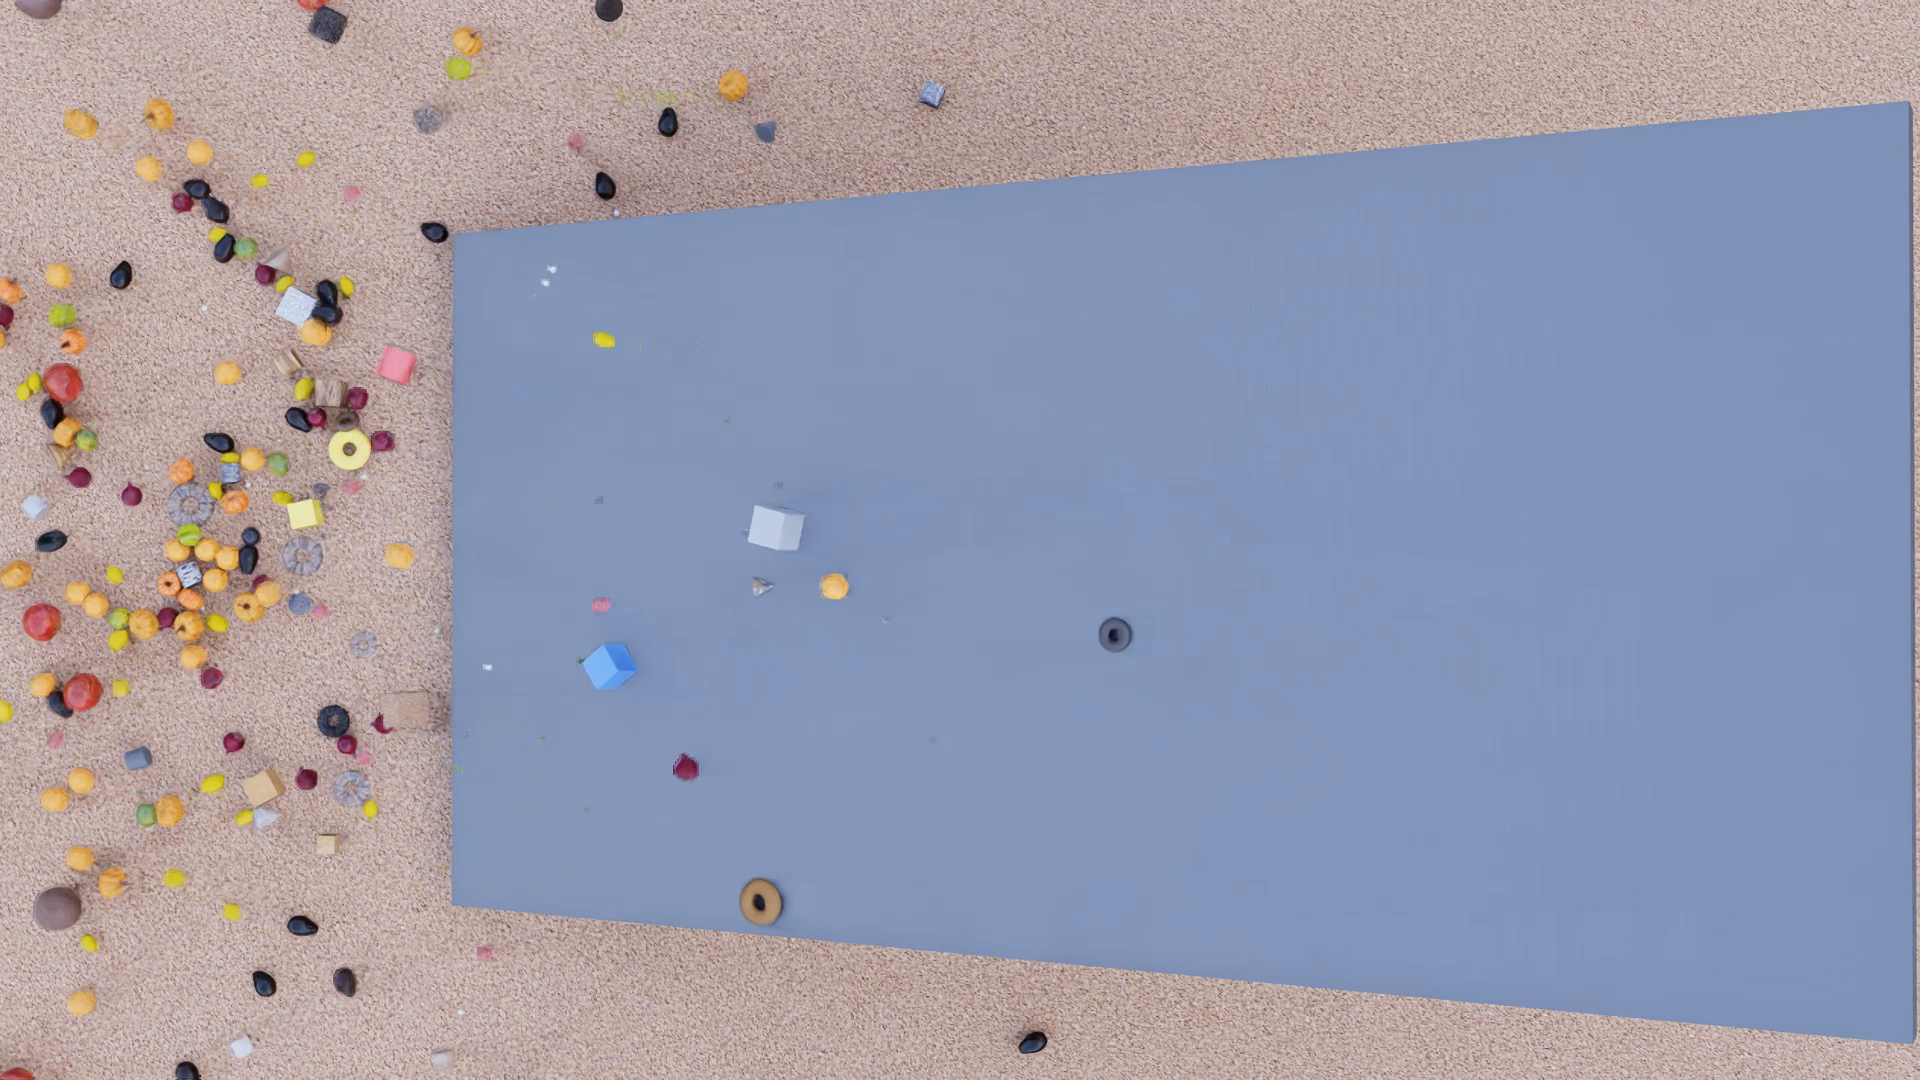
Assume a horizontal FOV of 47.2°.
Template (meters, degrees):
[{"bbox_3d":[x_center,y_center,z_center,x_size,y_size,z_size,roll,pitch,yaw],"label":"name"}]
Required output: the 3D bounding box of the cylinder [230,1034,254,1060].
[{"bbox_3d":[-2.151,1.520,6.592,0.055,0.055,0.055,-28,92,0],"label":"cylinder"}]

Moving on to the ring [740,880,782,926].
[{"bbox_3d":[-0.544,0.989,5.997,0.130,0.043,0.130,1,92,31],"label":"ring"}]

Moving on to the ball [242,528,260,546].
[{"bbox_3d":[-2.131,-0.011,6.611,0.054,0.054,0.054,0,89,0],"label":"ball"}]

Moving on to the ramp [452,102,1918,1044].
[{"bbox_3d":[0.276,0.077,5.649,4.000,0.100,2.000,0,89,28],"label":"ramp"}]

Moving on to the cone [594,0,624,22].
[{"bbox_3d":[-1.062,-1.612,6.611,0.086,0.086,0.086,0,89,0],"label":"cone"}]

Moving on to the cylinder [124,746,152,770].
[{"bbox_3d":[-2.467,0.656,6.602,0.059,0.059,0.059,-18,89,0],"label":"cylinder"}]

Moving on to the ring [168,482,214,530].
[{"bbox_3d":[-2.314,-0.104,6.616,0.143,0.048,0.143,0,90,-1],"label":"ring"}]

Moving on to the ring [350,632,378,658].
[{"bbox_3d":[-1.795,0.316,6.621,0.083,0.028,0.083,0,90,-1],"label":"ring"}]

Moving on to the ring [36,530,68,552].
[{"bbox_3d":[-2.726,0.004,6.600,0.089,0.089,0.030,-8,128,0],"label":"ring"}]

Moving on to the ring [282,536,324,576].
[{"bbox_3d":[-1.977,0.048,6.618,0.123,0.041,0.123,0,91,0],"label":"ring"}]

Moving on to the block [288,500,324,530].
[{"bbox_3d":[-1.965,-0.077,6.601,0.075,0.075,0.075,-12,89,0],"label":"block"}]

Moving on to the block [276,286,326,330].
[{"bbox_3d":[-1.979,-0.694,6.599,0.093,0.093,0.093,28,89,0],"label":"block"}]

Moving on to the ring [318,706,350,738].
[{"bbox_3d":[-1.885,0.546,6.616,0.098,0.033,0.098,0,88,2],"label":"ring"}]

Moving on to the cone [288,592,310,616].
[{"bbox_3d":[-1.993,0.193,6.602,0.068,0.068,0.068,0,89,0],"label":"cone"}]

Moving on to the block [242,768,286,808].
[{"bbox_3d":[-2.086,0.743,6.589,0.082,0.082,0.082,-28,89,0],"label":"block"}]

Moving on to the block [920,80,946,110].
[{"bbox_3d":[-0.082,-1.341,6.623,0.058,0.058,0.058,23,89,0],"label":"block"}]

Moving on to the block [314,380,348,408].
[{"bbox_3d":[-1.886,-0.438,6.604,0.076,0.076,0.076,3,89,0],"label":"block"}]

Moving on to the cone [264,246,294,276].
[{"bbox_3d":[-2.035,-0.827,6.627,0.087,0.087,0.087,-39,116,0],"label":"cone"}]

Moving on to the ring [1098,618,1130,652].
[{"bbox_3d":[0.388,0.239,5.514,0.087,0.029,0.087,0,91,27],"label":"ring"}]

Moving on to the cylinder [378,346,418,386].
[{"bbox_3d":[-1.680,-0.520,6.563,0.093,0.093,0.093,21,85,0],"label":"cylinder"}]

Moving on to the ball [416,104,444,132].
[{"bbox_3d":[-1.595,-1.267,6.609,0.084,0.084,0.084,0,89,0],"label":"ball"}]

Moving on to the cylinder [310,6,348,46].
[{"bbox_3d":[-1.897,-1.546,6.610,0.087,0.087,0.087,25,90,0],"label":"cylinder"}]

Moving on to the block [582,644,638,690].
[{"bbox_3d":[-0.989,0.358,6.215,0.091,0.091,0.091,-39,72,22],"label":"block"}]

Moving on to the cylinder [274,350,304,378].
[{"bbox_3d":[-2.019,-0.529,6.612,0.063,0.063,0.063,-33,90,0],"label":"cylinder"}]

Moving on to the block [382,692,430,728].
[{"bbox_3d":[-1.655,0.508,6.561,0.099,0.099,0.099,-2,87,-43],"label":"block"}]

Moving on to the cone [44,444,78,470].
[{"bbox_3d":[-2.697,-0.269,6.622,0.085,0.085,0.085,-30,89,-27],"label":"cone"}]

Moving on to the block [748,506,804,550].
[{"bbox_3d":[-0.497,-0.032,5.951,0.100,0.100,0.100,15,97,27],"label":"block"}]

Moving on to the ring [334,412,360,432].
[{"bbox_3d":[-1.844,-0.356,6.614,0.075,0.025,0.075,-3,51,4],"label":"ring"}]

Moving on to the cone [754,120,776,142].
[{"bbox_3d":[-0.574,-1.248,6.636,0.067,0.067,0.067,34,60,0],"label":"cone"}]

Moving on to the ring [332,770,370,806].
[{"bbox_3d":[-1.830,0.747,6.612,0.113,0.038,0.113,0,90,-1],"label":"ring"}]

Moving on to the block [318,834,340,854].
[{"bbox_3d":[-1.896,0.912,6.602,0.052,0.052,0.052,0,89,0],"label":"block"}]

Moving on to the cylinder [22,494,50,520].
[{"bbox_3d":[-2.780,-0.100,6.612,0.054,0.054,0.054,44,90,0],"label":"cylinder"}]

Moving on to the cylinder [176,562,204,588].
[{"bbox_3d":[-2.312,0.106,6.606,0.062,0.062,0.062,-25,89,0],"label":"cylinder"}]

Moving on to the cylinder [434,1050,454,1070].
[{"bbox_3d":[-1.547,1.560,6.596,0.052,0.052,0.052,-9,89,0],"label":"cylinder"}]

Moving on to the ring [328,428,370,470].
[{"bbox_3d":[-1.838,-0.273,6.620,0.127,0.042,0.127,0,90,-1],"label":"ring"}]
